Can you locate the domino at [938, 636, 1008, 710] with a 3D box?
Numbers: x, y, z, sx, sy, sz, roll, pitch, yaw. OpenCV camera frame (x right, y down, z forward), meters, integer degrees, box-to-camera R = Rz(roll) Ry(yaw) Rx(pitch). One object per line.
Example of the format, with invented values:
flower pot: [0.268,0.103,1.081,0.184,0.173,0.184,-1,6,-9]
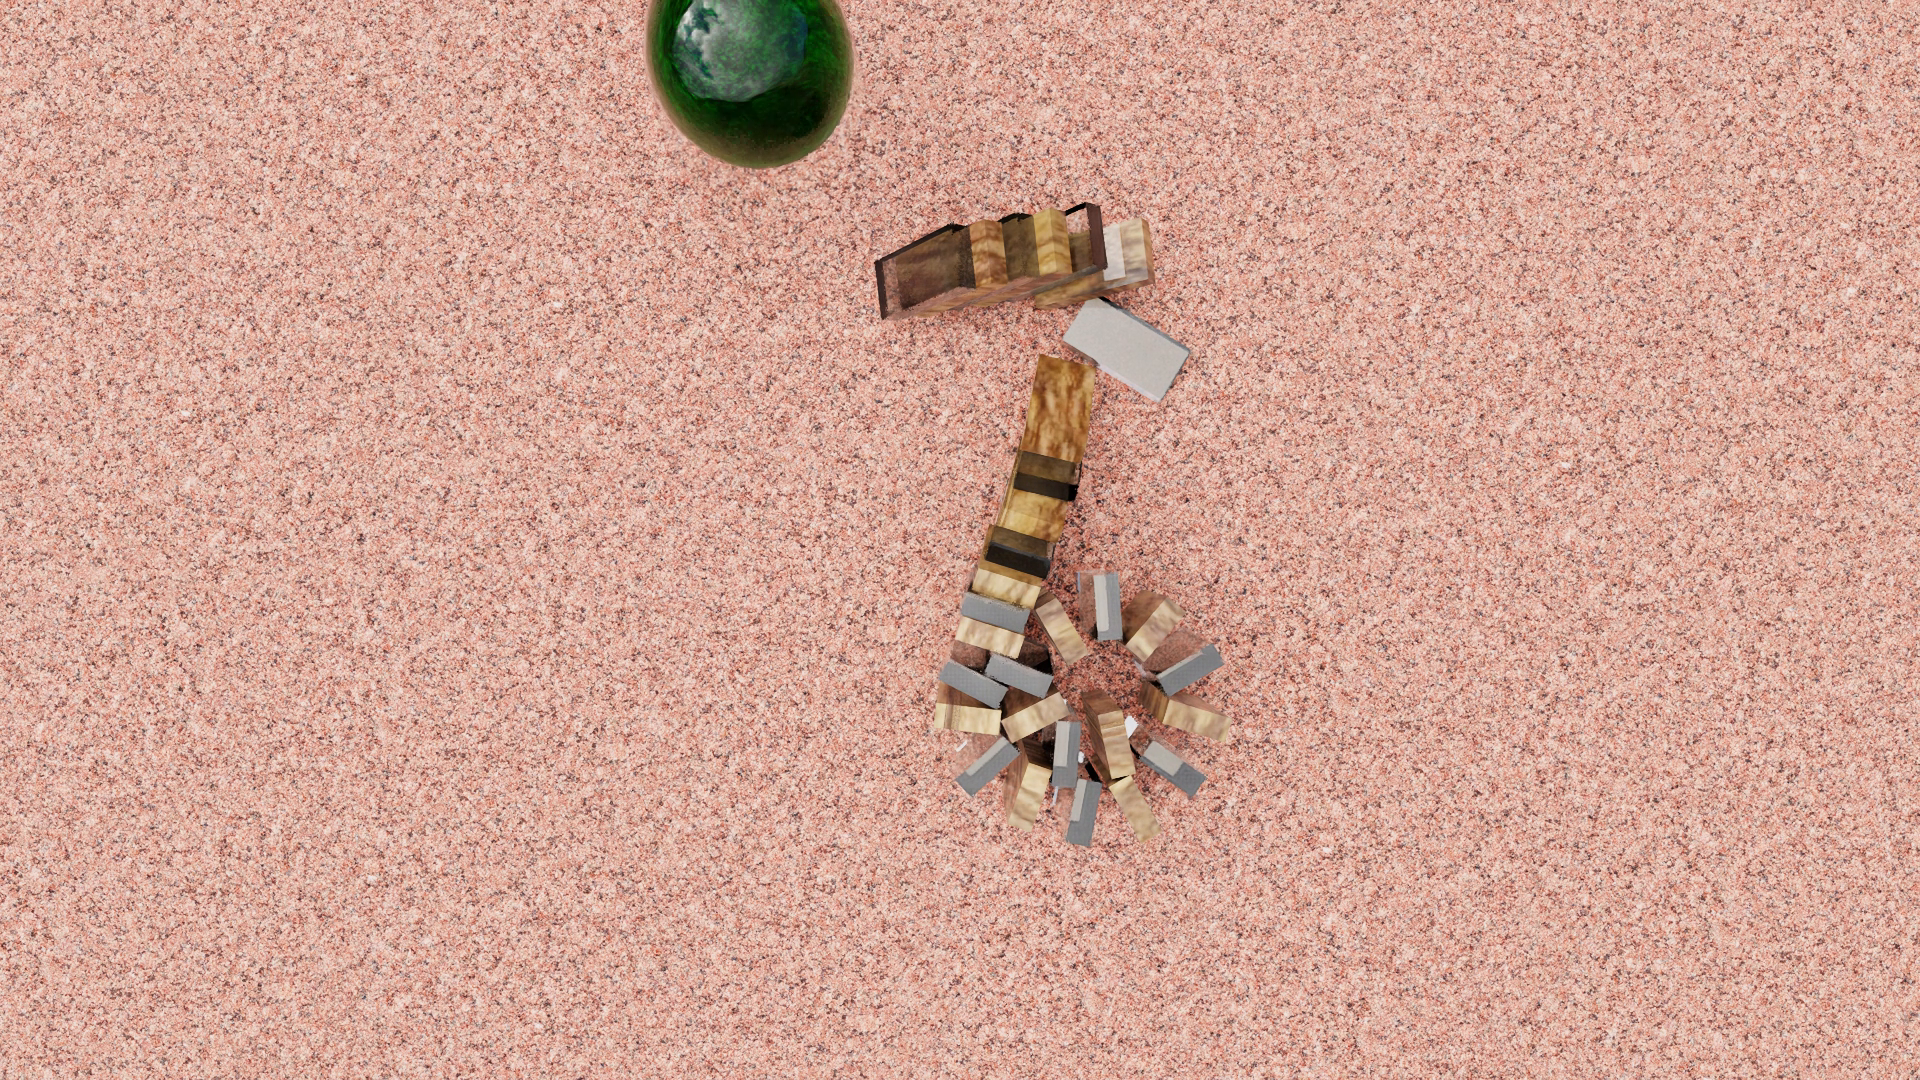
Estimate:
domino: [0.007,0.052,0.375,0.025,0.050,0.010,27,98,0]

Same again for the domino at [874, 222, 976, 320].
domino: [-0.015,-0.110,0.378,0.009,0.050,0.025,-7,90,-42]

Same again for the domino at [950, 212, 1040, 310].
domino: [0.010,-0.114,0.378,0.010,0.050,0.025,-7,90,-42]

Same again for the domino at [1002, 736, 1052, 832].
domino: [0.027,0.098,0.375,0.010,0.050,0.025,19,90,0]

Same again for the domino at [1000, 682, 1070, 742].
domino: [0.029,0.068,0.375,0.025,0.050,0.010,-27,90,0]

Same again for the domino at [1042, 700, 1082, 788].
domino: [0.041,0.082,0.375,0.010,0.050,0.025,5,90,0]

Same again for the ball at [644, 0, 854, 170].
ball: [-0.082,-0.189,0.360,0.080,0.080,0.080,0,90,0]

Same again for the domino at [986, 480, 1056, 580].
domino: [0.027,-0.006,0.377,0.025,0.050,0.010,18,124,0]

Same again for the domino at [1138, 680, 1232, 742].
domino: [0.091,0.069,0.375,0.025,0.050,0.010,17,90,0]

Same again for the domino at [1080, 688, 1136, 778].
domino: [0.060,0.078,0.375,0.009,0.050,0.025,-13,90,0]

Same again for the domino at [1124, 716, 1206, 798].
domino: [0.081,0.087,0.375,0.025,0.050,0.010,35,90,0]

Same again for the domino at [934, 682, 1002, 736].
domino: [0.003,0.068,0.375,0.025,0.050,0.010,7,91,0]

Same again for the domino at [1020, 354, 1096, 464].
domino: [0.041,-0.055,0.380,0.025,0.010,0.050,13,50,0]

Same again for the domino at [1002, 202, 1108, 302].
domino: [0.037,-0.118,0.379,0.010,0.050,0.025,-7,89,-45]

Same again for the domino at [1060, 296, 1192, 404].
domino: [0.071,-0.083,0.395,0.050,0.010,0.025,31,90,0]

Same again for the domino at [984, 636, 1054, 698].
domino: [0.024,0.049,0.375,0.025,0.050,0.009,22,98,0]

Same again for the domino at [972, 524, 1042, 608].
domino: [0.020,0.010,0.375,0.025,0.050,0.010,18,112,0]

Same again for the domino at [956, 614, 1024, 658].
domino: [0.013,0.033,0.375,0.025,0.050,0.009,18,101,0]

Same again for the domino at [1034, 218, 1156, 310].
domino: [0.055,-0.115,0.383,0.050,0.009,0.025,-7,90,30]

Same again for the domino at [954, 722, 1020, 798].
domino: [0.010,0.087,0.375,0.025,0.050,0.010,-42,90,0]

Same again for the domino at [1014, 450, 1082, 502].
domino: [0.038,-0.039,0.380,0.025,0.009,0.050,13,48,0]

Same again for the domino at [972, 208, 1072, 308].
domino: [0.023,-0.115,0.378,0.009,0.050,0.025,-7,90,-42]

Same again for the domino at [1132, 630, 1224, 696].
domino: [0.088,0.050,0.375,0.025,0.050,0.010,-30,90,0]

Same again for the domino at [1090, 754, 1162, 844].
domino: [0.067,0.103,0.375,0.010,0.050,0.025,-30,90,0]

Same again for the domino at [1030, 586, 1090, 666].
domino: [0.039,0.034,0.375,0.009,0.050,0.025,-31,92,0]

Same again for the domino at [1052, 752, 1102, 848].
domino: [0.047,0.104,0.375,0.009,0.050,0.025,11,90,0]

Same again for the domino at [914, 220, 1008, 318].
domino: [-0.002,-0.111,0.378,0.009,0.050,0.025,-7,90,-42]

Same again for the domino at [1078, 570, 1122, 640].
domino: [0.057,0.026,0.375,0.010,0.050,0.025,-4,90,0]

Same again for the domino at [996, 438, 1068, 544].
domino: [0.032,-0.022,0.378,0.025,0.050,0.010,17,132,0]

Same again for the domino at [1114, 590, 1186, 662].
domino: [0.075,0.034,0.375,0.010,0.050,0.025,41,90,0]

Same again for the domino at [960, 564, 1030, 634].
domino: [0.015,0.023,0.375,0.025,0.050,0.010,18,101,0]
